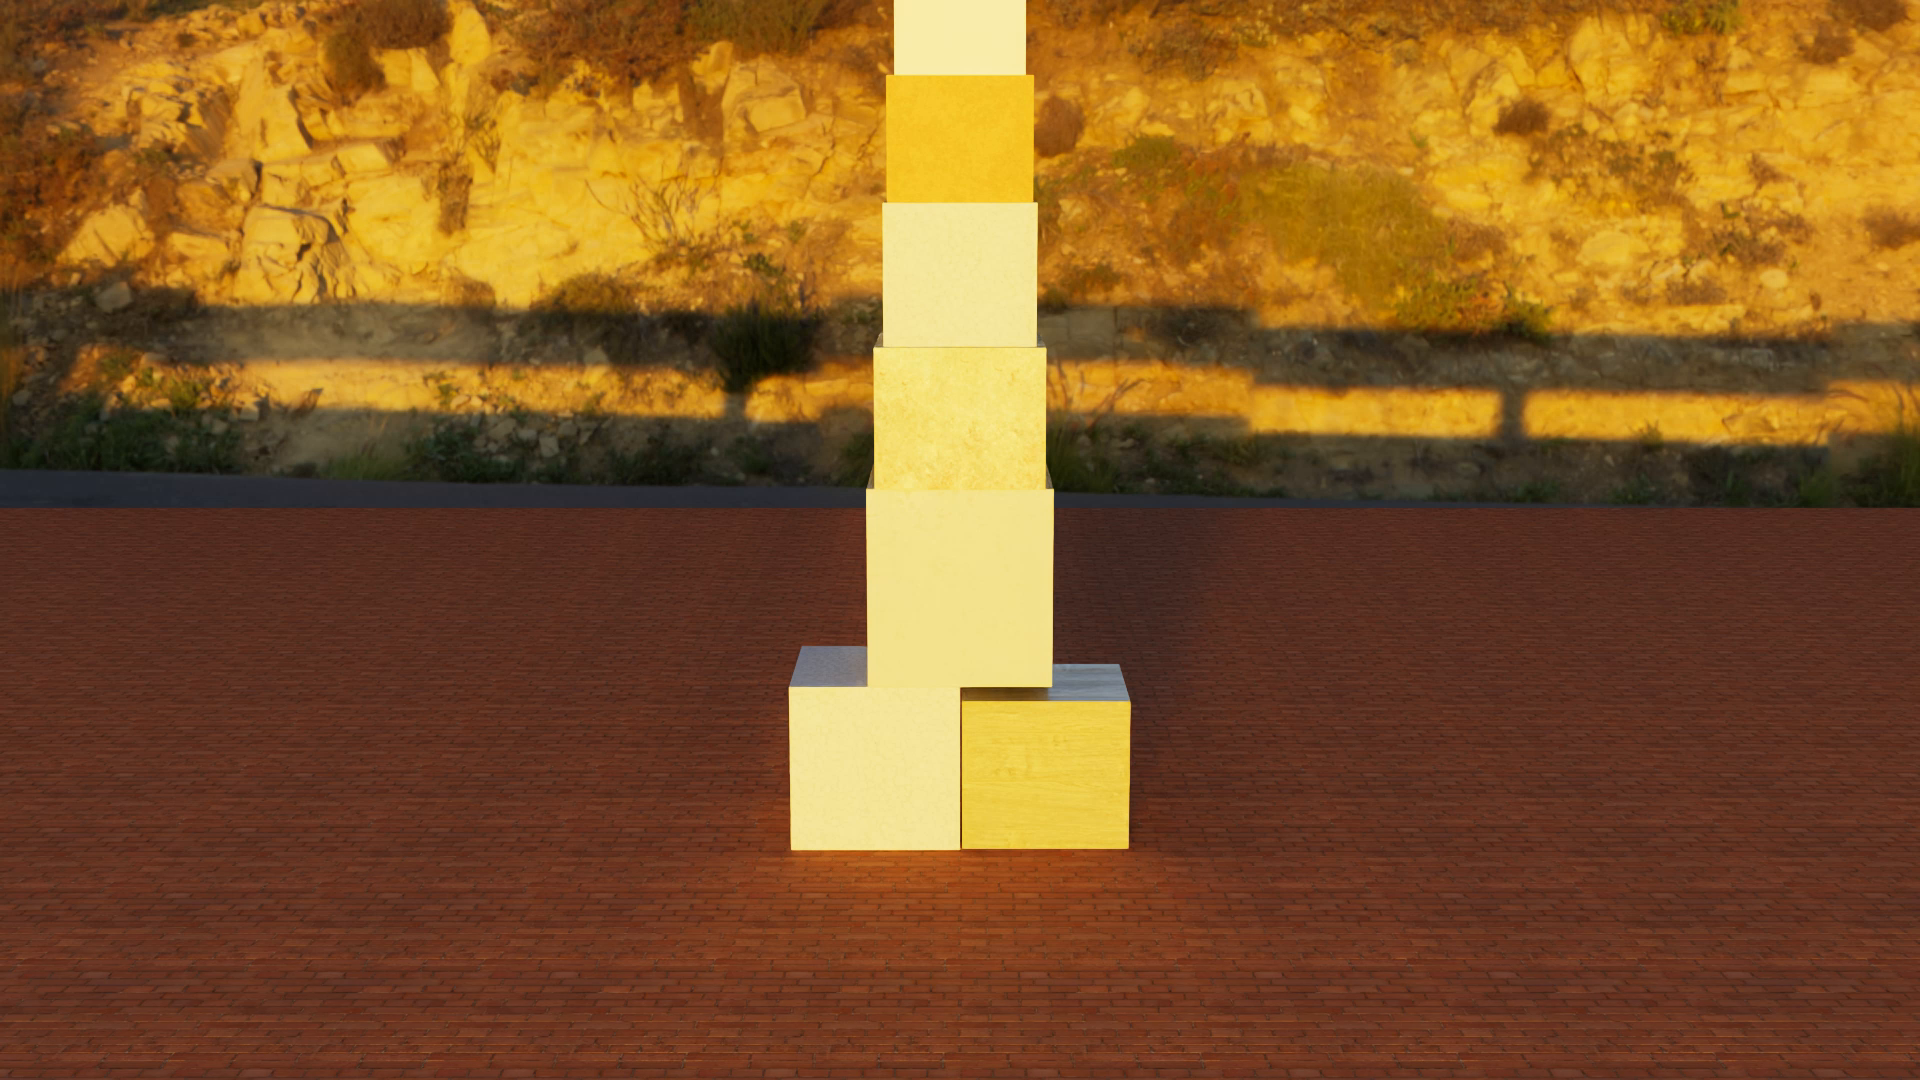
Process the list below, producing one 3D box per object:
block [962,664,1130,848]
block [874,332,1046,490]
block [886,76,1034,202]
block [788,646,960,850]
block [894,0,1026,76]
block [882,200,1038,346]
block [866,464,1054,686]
[{"bbox_3d":[0.428,1.104,11.364,0.836,0.761,0.793,0,10,0],"label":"block"},{"bbox_3d":[0.000,-0.661,11.048,0.829,0.689,0.863,0,10,0],"label":"block"},{"bbox_3d":[0.000,-1.970,10.804,0.701,0.598,0.639,0,10,0],"label":"block"},{"bbox_3d":[-0.423,1.061,11.385,0.845,0.840,0.893,0,10,0],"label":"block"},{"bbox_3d":[0.000,-2.557,10.704,0.622,0.593,0.623,0,10,0],"label":"block"},{"bbox_3d":[0.000,-1.342,10.948,0.739,0.687,0.786,0,10,0],"label":"block"},{"bbox_3d":[0.000,0.163,11.208,0.911,0.989,0.858,0,10,0],"label":"block"}]
